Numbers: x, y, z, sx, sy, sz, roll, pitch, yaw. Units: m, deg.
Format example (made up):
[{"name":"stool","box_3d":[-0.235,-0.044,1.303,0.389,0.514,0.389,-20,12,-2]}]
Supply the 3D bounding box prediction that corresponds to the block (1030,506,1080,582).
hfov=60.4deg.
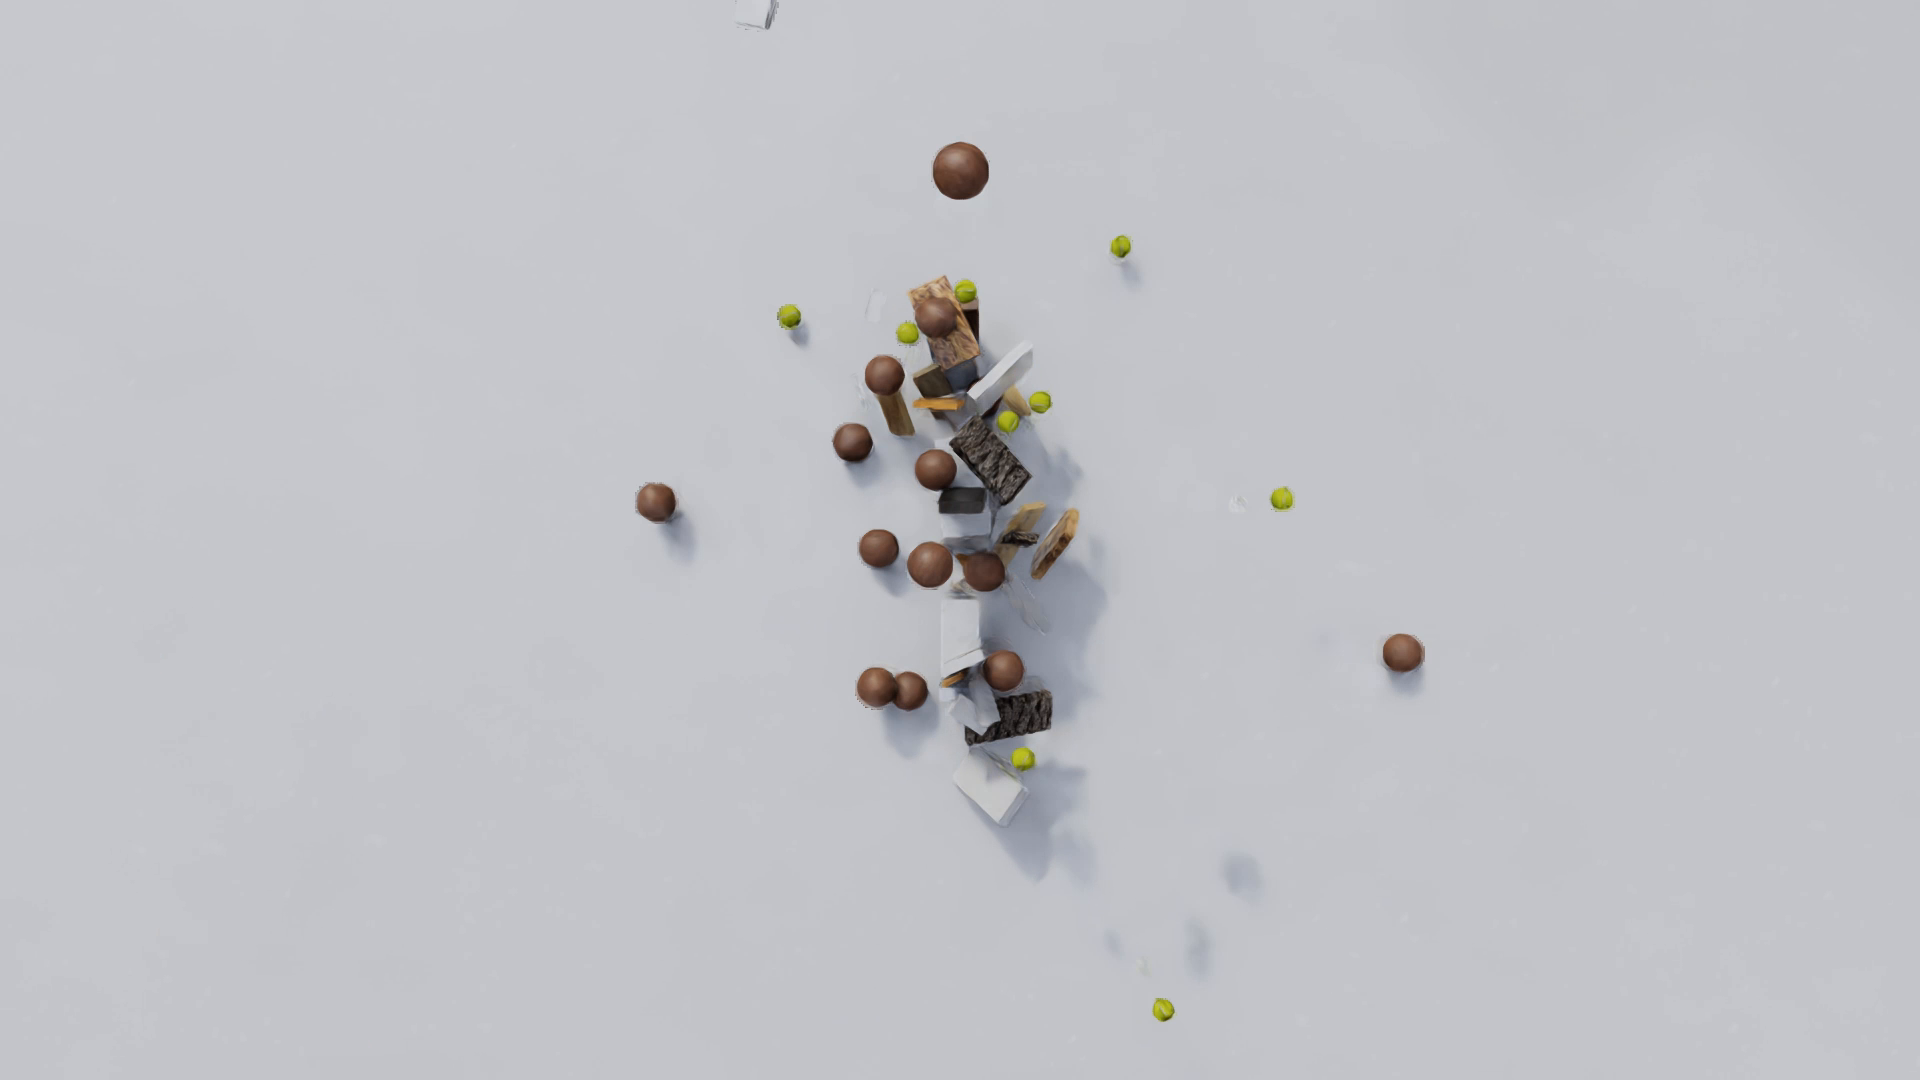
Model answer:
[{"name":"block","box_3d":[0.309,0.013,5.371,0.035,0.122,0.244,26,133,-10]}]

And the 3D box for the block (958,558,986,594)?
[{"name":"block","box_3d":[0.049,0.118,5.376,0.115,0.016,0.058,-44,121,-12]}]

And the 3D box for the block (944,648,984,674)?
[{"name":"block","box_3d":[0.014,0.374,5.108,0.122,0.244,0.035,-24,88,0]}]

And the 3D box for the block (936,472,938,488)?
[{"name":"block","box_3d":[0.001,-0.232,5.345,0.154,0.309,0.044,0,75,0]}]

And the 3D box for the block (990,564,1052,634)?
[{"name":"block","box_3d":[0.194,0.190,5.259,0.035,0.122,0.244,-43,124,-11]}]

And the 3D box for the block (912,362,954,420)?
[{"name":"block","box_3d":[-0.077,-0.490,5.420,0.096,0.027,0.193,-25,133,6]}]

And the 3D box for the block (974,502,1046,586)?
[{"name":"block","box_3d":[0.159,0.014,5.250,0.082,0.386,0.023,-13,58,-37]}]

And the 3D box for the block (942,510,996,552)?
[{"name":"block","box_3d":[0.027,-0.041,5.346,0.154,0.309,0.044,12,72,0]}]

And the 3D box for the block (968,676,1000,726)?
[{"name":"block","box_3d":[0.075,0.505,5.157,0.071,0.020,0.142,-12,83,-43]}]

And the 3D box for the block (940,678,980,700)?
[{"name":"block","box_3d":[0.005,0.484,5.359,0.140,0.281,0.040,0,92,0]}]

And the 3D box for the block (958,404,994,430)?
[{"name":"block","box_3d":[0.049,-0.403,5.346,0.129,0.064,0.018,-38,87,9]}]

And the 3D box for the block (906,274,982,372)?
[{"name":"block","box_3d":[-0.049,-0.684,5.211,0.135,0.038,0.271,-24,92,9]}]

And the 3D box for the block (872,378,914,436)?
[{"name":"block","box_3d":[-0.218,-0.435,5.415,0.027,0.096,0.193,-37,121,-32]}]

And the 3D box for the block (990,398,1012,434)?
[{"name":"block","box_3d":[0.144,-0.412,5.437,0.018,0.064,0.129,41,119,33]}]

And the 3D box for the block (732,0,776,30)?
[{"name":"block","box_3d":[-0.396,-1.092,3.272,0.073,0.021,0.147,16,93,21]}]

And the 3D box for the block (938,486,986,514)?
[{"name":"block","box_3d":[0.009,-0.121,5.012,0.131,0.263,0.037,1,102,4]}]

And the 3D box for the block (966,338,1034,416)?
[{"name":"block","box_3d":[0.128,-0.505,5.180,0.037,0.131,0.263,41,75,17]}]

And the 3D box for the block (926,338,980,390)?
[{"name":"block","box_3d":[-0.025,-0.600,5.382,0.135,0.271,0.038,-14,51,0]}]

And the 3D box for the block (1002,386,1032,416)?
[{"name":"block","box_3d":[0.176,-0.457,5.378,0.064,0.018,0.129,-8,56,-38]}]

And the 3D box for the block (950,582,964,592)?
[{"name":"block","box_3d":[-0.005,0.157,5.442,0.058,0.115,0.016,10,83,0]}]

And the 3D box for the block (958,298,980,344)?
[{"name":"block","box_3d":[-0.007,-0.710,5.364,0.135,0.271,0.038,-2,73,1]}]

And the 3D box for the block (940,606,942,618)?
[{"name":"block","box_3d":[-0.002,0.231,5.382,0.118,0.236,0.033,0,89,0]}]

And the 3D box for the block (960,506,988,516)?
[{"name":"block","box_3d":[0.043,-0.089,5.066,0.082,0.165,0.023,1,93,0]}]

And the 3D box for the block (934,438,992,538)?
[{"name":"block","box_3d":[0.010,-0.166,5.170,0.154,0.044,0.309,-5,91,0]}]

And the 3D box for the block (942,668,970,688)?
[{"name":"block","box_3d":[-0.014,0.427,5.157,0.071,0.142,0.020,-28,90,8]}]

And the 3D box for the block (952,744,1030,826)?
[{"name":"block","box_3d":[0.098,0.799,5.379,0.040,0.281,0.140,33,92,-41]}]

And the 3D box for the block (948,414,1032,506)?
[{"name":"block","box_3d":[0.094,-0.247,5.105,0.263,0.037,0.131,48,58,-12]}]

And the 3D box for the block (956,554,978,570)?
[{"name":"block","box_3d":[0.037,0.079,5.437,0.016,0.115,0.058,-46,122,-19]}]

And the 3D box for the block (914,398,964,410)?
[{"name":"block","box_3d":[-0.069,-0.440,5.312,0.147,0.073,0.021,4,107,19]}]

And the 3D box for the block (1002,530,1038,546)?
[{"name":"block","box_3d":[0.185,-0.004,5.096,0.082,0.165,0.023,9,83,-8]}]

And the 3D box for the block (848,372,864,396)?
[{"name":"block","box_3d":[-0.337,-0.502,5.331,0.021,0.147,0.073,-21,97,0]}]

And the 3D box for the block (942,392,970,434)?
[{"name":"block","box_3d":[0.015,-0.393,5.424,0.096,0.027,0.193,-9,119,34]}]

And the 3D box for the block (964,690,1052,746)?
[{"name":"block","box_3d":[0.153,0.566,5.263,0.281,0.040,0.140,-9,128,-12]}]

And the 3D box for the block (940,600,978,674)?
[{"name":"block","box_3d":[-0.001,0.308,5.247,0.118,0.033,0.236,1,90,0]}]

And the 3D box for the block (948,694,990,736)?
[{"name":"block","box_3d":[0.035,0.547,5.163,0.142,0.020,0.071,36,90,-26]}]
